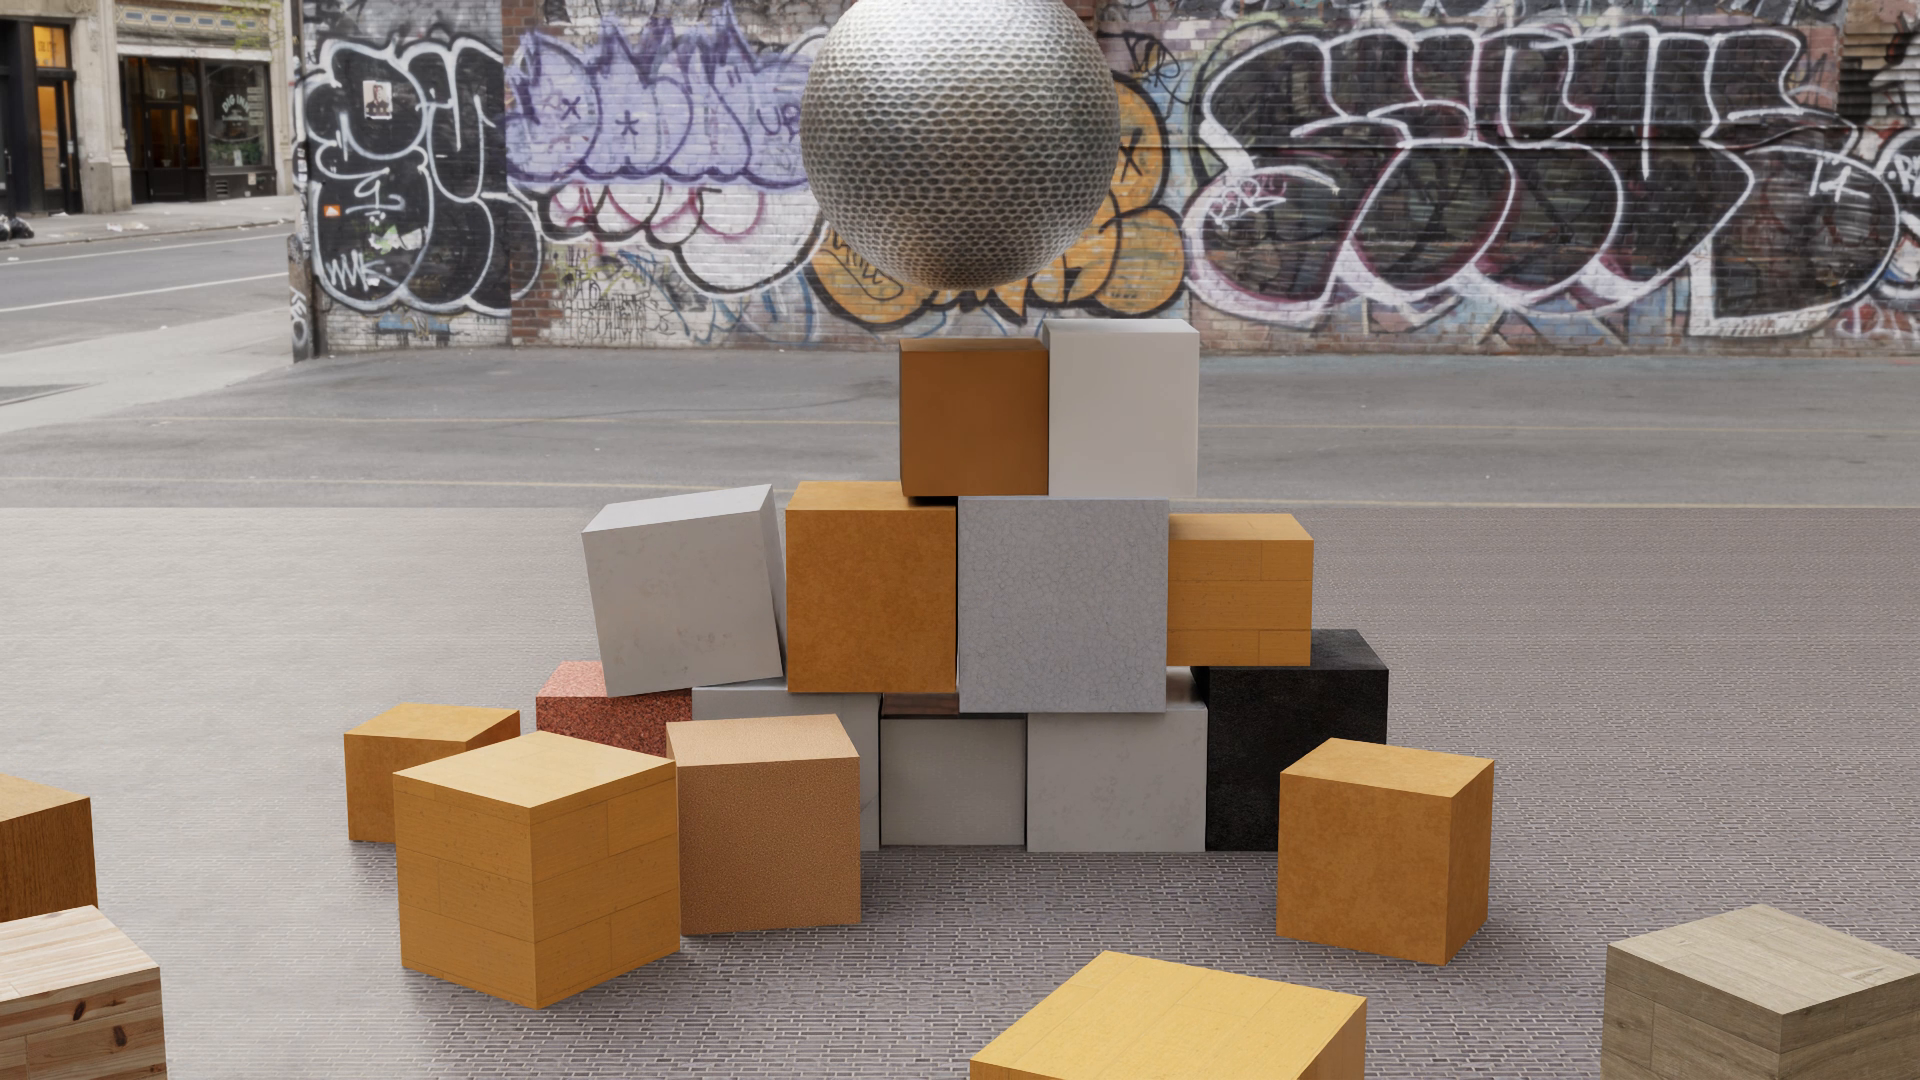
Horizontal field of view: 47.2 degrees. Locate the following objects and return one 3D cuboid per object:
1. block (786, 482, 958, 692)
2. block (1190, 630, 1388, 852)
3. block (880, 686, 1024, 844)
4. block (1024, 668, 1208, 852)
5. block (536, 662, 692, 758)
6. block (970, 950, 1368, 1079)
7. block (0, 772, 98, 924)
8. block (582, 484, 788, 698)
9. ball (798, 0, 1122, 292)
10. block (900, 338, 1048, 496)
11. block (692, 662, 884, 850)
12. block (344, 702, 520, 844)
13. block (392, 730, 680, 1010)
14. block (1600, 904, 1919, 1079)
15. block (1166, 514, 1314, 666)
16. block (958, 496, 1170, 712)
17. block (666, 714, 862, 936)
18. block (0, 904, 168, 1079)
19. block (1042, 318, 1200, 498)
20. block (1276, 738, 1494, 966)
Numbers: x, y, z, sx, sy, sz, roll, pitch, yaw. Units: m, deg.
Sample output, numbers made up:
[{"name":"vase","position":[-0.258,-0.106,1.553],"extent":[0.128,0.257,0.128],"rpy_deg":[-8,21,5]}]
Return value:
[{"name":"block","position":[-0.429,0.221,11.181],"extent":[0.825,0.910,0.906],"rpy_deg":[0,10,1]},{"name":"block","position":[1.673,1.016,11.369],"extent":[0.882,0.933,0.916],"rpy_deg":[0,10,0]},{"name":"block","position":[-0.037,1.156,11.385],"extent":[0.721,0.653,0.692],"rpy_deg":[0,10,0]},{"name":"block","position":[0.779,1.120,11.363],"extent":[0.888,0.730,0.892],"rpy_deg":[0,10,0]},{"name":"block","position":[-1.726,1.092,11.397],"extent":[0.777,0.773,0.762],"rpy_deg":[0,10,0]},{"name":"block","position":[0.647,1.896,6.688],"extent":[0.887,0.876,0.983],"rpy_deg":[5,12,27]},{"name":"block","position":[-4.079,1.487,8.945],"extent":[0.822,0.874,0.728],"rpy_deg":[7,12,34]},{"name":"block","position":[-1.372,0.243,11.265],"extent":[0.880,0.841,0.861],"rpy_deg":[-7,10,1]},{"name":"ball","position":[0.000,-2.037,10.917],"extent":[1.600,1.600,1.600],"rpy_deg":[0,10,0]},{"name":"block","position":[0.058,-0.626,11.019],"extent":[0.707,0.708,0.688],"rpy_deg":[-1,10,-3]},{"name":"block","position":[-0.864,1.069,11.374],"extent":[0.919,0.828,0.895],"rpy_deg":[0,10,0]},{"name":"block","position":[-2.710,1.208,11.367],"extent":[0.666,0.557,0.641],"rpy_deg":[2,11,13]},{"name":"block","position":[-1.818,1.394,9.492],"extent":[0.837,0.861,0.848],"rpy_deg":[7,13,35]},{"name":"block","position":[2.806,1.794,7.674],"extent":[0.803,0.725,0.738],"rpy_deg":[-6,12,-31]},{"name":"block","position":[1.375,0.243,11.239],"extent":[0.725,0.635,0.778],"rpy_deg":[0,10,0]},{"name":"block","position":[0.502,0.238,11.212],"extent":[1.015,1.060,0.999],"rpy_deg":[0,10,0]},{"name":"block","position":[-0.922,1.303,10.212],"extent":[0.813,0.782,0.761],"rpy_deg":[-2,11,-11]},{"name":"block","position":[-3.319,1.804,7.648],"extent":[0.859,0.714,0.778],"rpy_deg":[-8,13,-37]},{"name":"block","position":[0.788,-0.674,11.024],"extent":[0.719,0.801,0.811],"rpy_deg":[0,10,0]},{"name":"block","position":[1.910,1.379,9.869],"extent":[0.770,0.755,0.662],"rpy_deg":[6,12,28]}]
